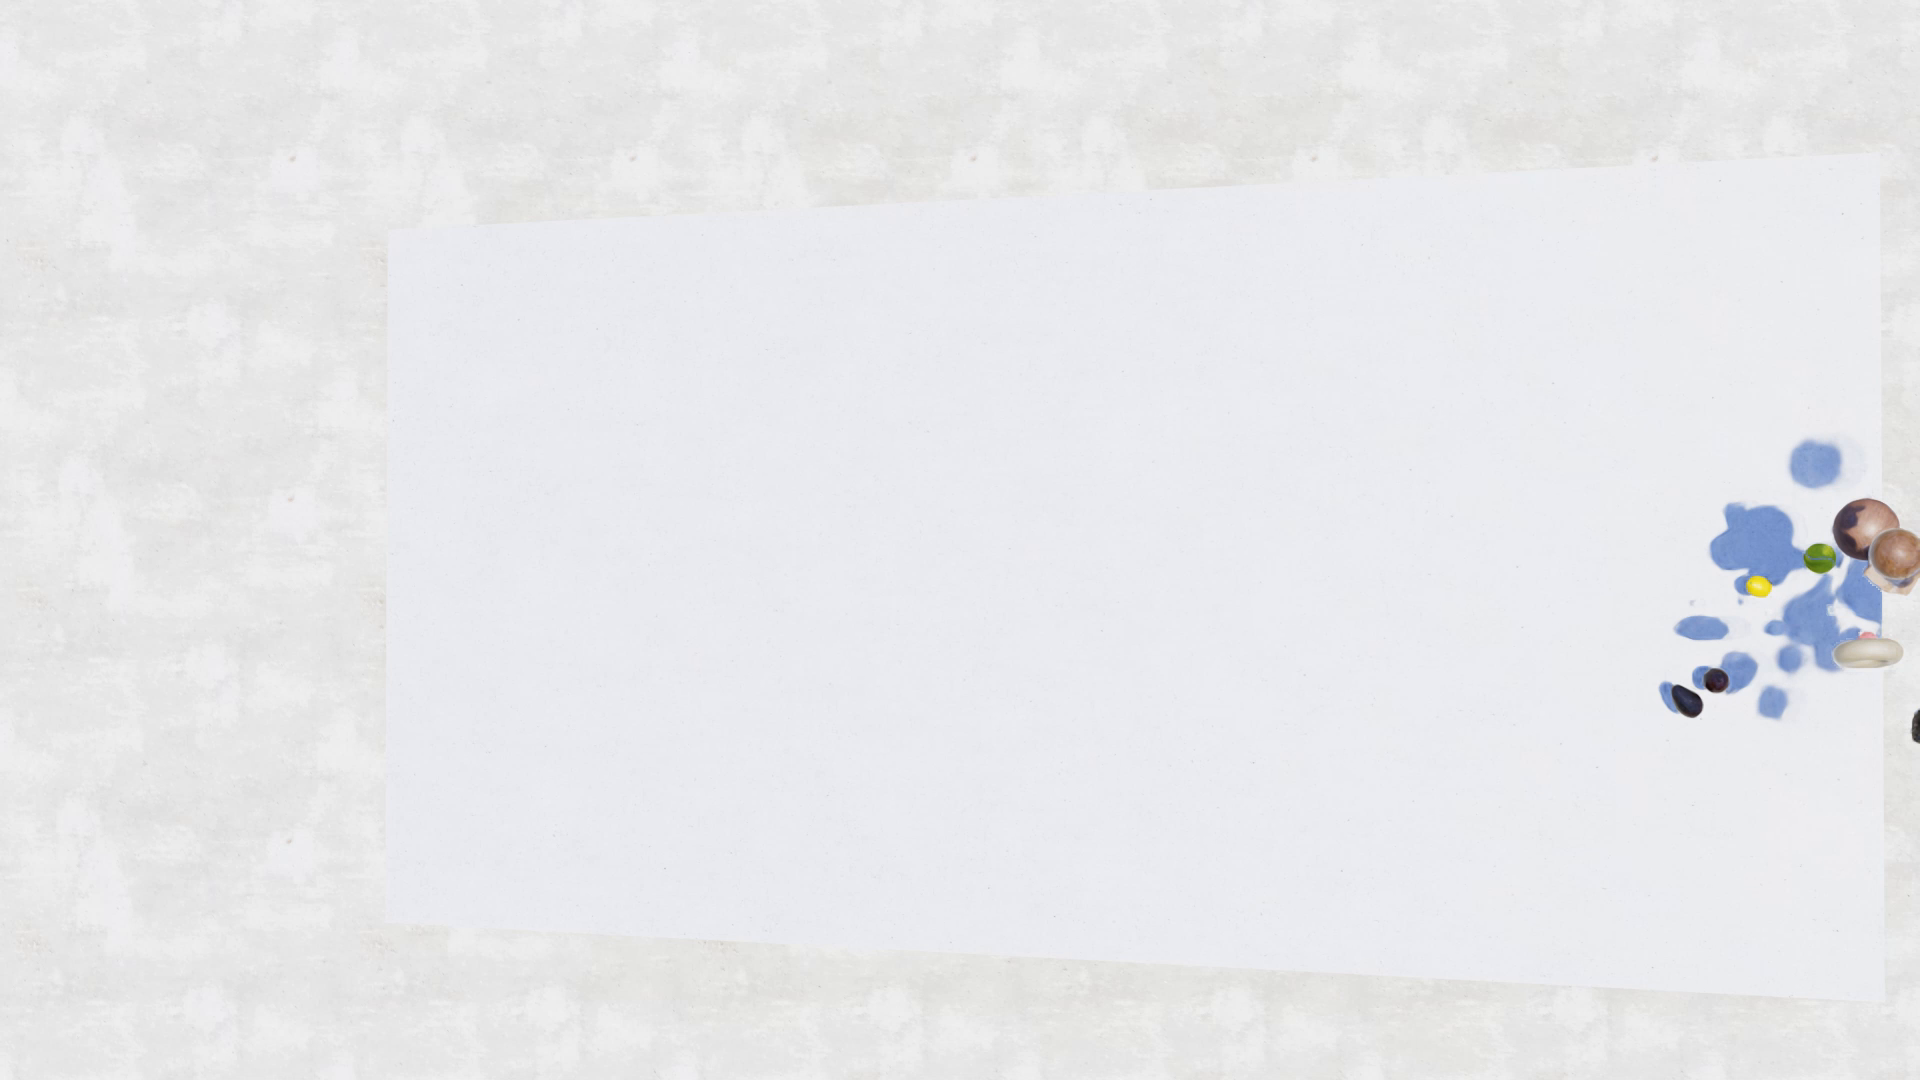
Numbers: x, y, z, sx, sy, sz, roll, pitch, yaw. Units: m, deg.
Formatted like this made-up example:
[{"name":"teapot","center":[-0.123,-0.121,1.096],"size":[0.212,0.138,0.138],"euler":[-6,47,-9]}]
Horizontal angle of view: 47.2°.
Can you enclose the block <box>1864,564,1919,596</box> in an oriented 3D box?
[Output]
[{"name":"block","center":[1.862,0.061,4.382],"size":[0.067,0.067,0.067],"euler":[6,120,-31]}]

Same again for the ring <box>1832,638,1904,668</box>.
[{"name":"ring","center":[1.692,0.212,4.099],"size":[0.123,0.123,0.041],"euler":[1,76,0]}]

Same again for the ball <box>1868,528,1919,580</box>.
[{"name":"ball","center":[1.756,0.026,4.122],"size":[0.097,0.097,0.097],"euler":[0,89,0]}]

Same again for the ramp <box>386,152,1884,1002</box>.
[{"name":"ramp","center":[0.273,0.094,5.808],"size":[4.000,0.100,2.000],"euler":[0,89,17]}]
